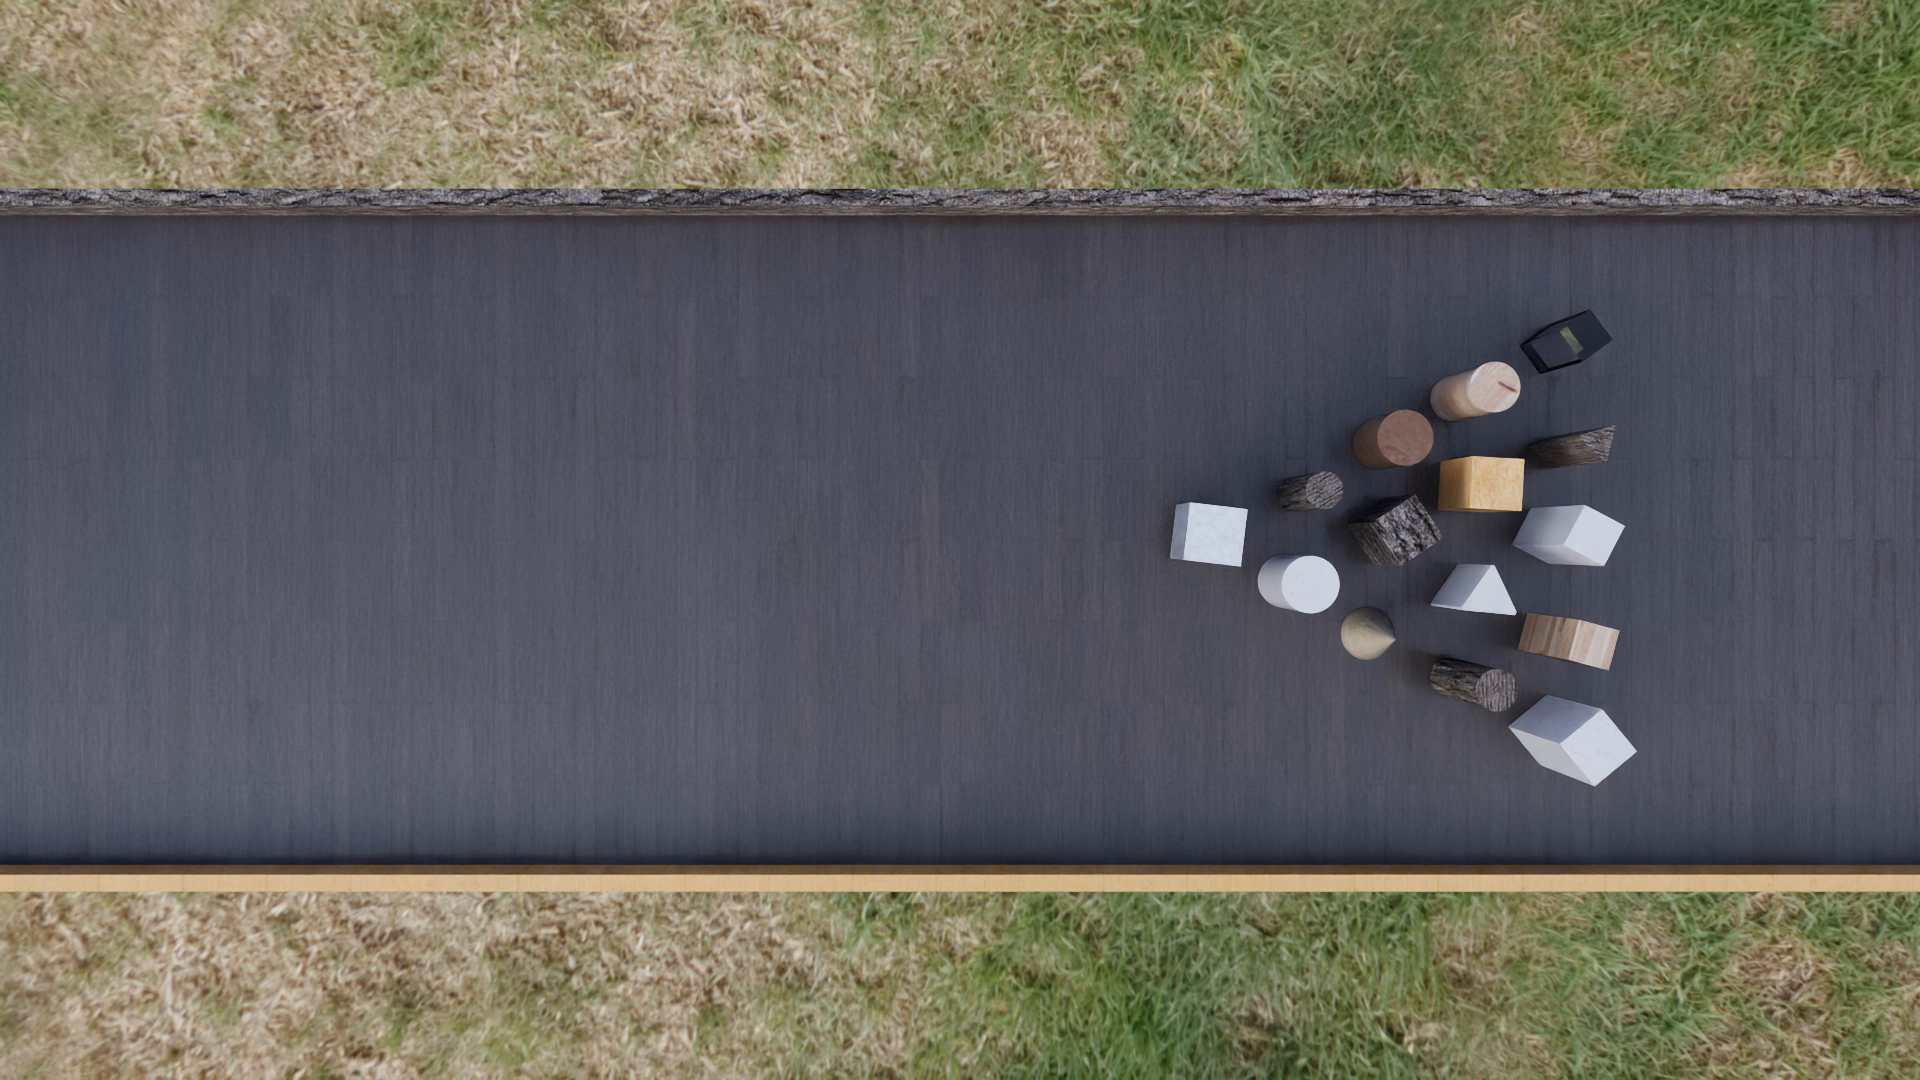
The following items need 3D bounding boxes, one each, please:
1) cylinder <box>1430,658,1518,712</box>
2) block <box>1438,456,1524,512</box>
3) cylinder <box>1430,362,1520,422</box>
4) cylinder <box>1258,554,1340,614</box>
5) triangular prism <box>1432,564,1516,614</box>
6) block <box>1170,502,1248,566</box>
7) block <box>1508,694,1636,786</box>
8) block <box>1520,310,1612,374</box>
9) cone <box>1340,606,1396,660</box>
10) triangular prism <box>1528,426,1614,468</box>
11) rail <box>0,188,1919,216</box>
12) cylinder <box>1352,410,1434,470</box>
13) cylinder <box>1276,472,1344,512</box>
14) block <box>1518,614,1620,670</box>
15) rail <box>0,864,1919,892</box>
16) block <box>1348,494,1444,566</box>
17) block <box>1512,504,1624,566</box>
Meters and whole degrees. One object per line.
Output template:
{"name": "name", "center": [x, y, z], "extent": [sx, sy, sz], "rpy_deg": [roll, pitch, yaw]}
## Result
{"name": "cylinder", "center": [1.506, 0.422, 4.852], "extent": [0.119, 0.449, 0.119], "rpy_deg": [0, 90, 0]}
{"name": "block", "center": [1.550, -0.163, 4.917], "extent": [0.150, 0.318, 0.150], "rpy_deg": [3, 90, 0]}
{"name": "cylinder", "center": [1.519, -0.435, 4.879], "extent": [0.144, 0.396, 0.144], "rpy_deg": [0, 90, 0]}
{"name": "cylinder", "center": [0.998, 0.127, 4.885], "extent": [0.164, 0.383, 0.164], "rpy_deg": [0, 90, 0]}
{"name": "triangular prism", "center": [1.532, 0.139, 4.918], "extent": [0.156, 0.317, 0.135], "rpy_deg": [5, 90, 0]}
{"name": "block", "center": [0.738, -0.016, 4.921], "extent": [0.167, 0.311, 0.167], "rpy_deg": [7, 90, 0]}
{"name": "block", "center": [1.796, 0.584, 4.858], "extent": [0.154, 0.438, 0.154], "rpy_deg": [-40, 90, 0]}
{"name": "block", "center": [1.797, -0.587, 4.905], "extent": [0.110, 0.343, 0.110], "rpy_deg": [-36, 90, 0]}
{"name": "cone", "center": [1.254, 0.287, 4.910], "extent": [0.165, 0.334, 0.165], "rpy_deg": [0, 90, 0]}
{"name": "triangular prism", "center": [1.817, -0.289, 4.866], "extent": [0.105, 0.422, 0.091], "rpy_deg": [44, 90, 0]}
{"name": "rail", "center": [-2.247, -1.025, 5.002], "extent": [12.000, 0.150, 0.050], "rpy_deg": [0, 90, 0]}
{"name": "cylinder", "center": [1.290, -0.296, 4.926], "extent": [0.163, 0.301, 0.163], "rpy_deg": [0, 90, 0]}
{"name": "cylinder", "center": [1.027, -0.141, 4.861], "extent": [0.106, 0.430, 0.106], "rpy_deg": [0, 90, 0]}
{"name": "block", "center": [1.788, 0.296, 4.863], "extent": [0.117, 0.428, 0.117], "rpy_deg": [15, 90, 0]}
{"name": "rail", "center": [-2.247, 1.025, 5.001], "extent": [12.000, 0.150, 0.050], "rpy_deg": [0, 90, 0]}
{"name": "block", "center": [1.293, -0.028, 4.919], "extent": [0.150, 0.315, 0.150], "rpy_deg": [-33, 90, 0]}
{"name": "block", "center": [1.784, -0.013, 4.857], "extent": [0.127, 0.438, 0.127], "rpy_deg": [28, 90, 0]}
